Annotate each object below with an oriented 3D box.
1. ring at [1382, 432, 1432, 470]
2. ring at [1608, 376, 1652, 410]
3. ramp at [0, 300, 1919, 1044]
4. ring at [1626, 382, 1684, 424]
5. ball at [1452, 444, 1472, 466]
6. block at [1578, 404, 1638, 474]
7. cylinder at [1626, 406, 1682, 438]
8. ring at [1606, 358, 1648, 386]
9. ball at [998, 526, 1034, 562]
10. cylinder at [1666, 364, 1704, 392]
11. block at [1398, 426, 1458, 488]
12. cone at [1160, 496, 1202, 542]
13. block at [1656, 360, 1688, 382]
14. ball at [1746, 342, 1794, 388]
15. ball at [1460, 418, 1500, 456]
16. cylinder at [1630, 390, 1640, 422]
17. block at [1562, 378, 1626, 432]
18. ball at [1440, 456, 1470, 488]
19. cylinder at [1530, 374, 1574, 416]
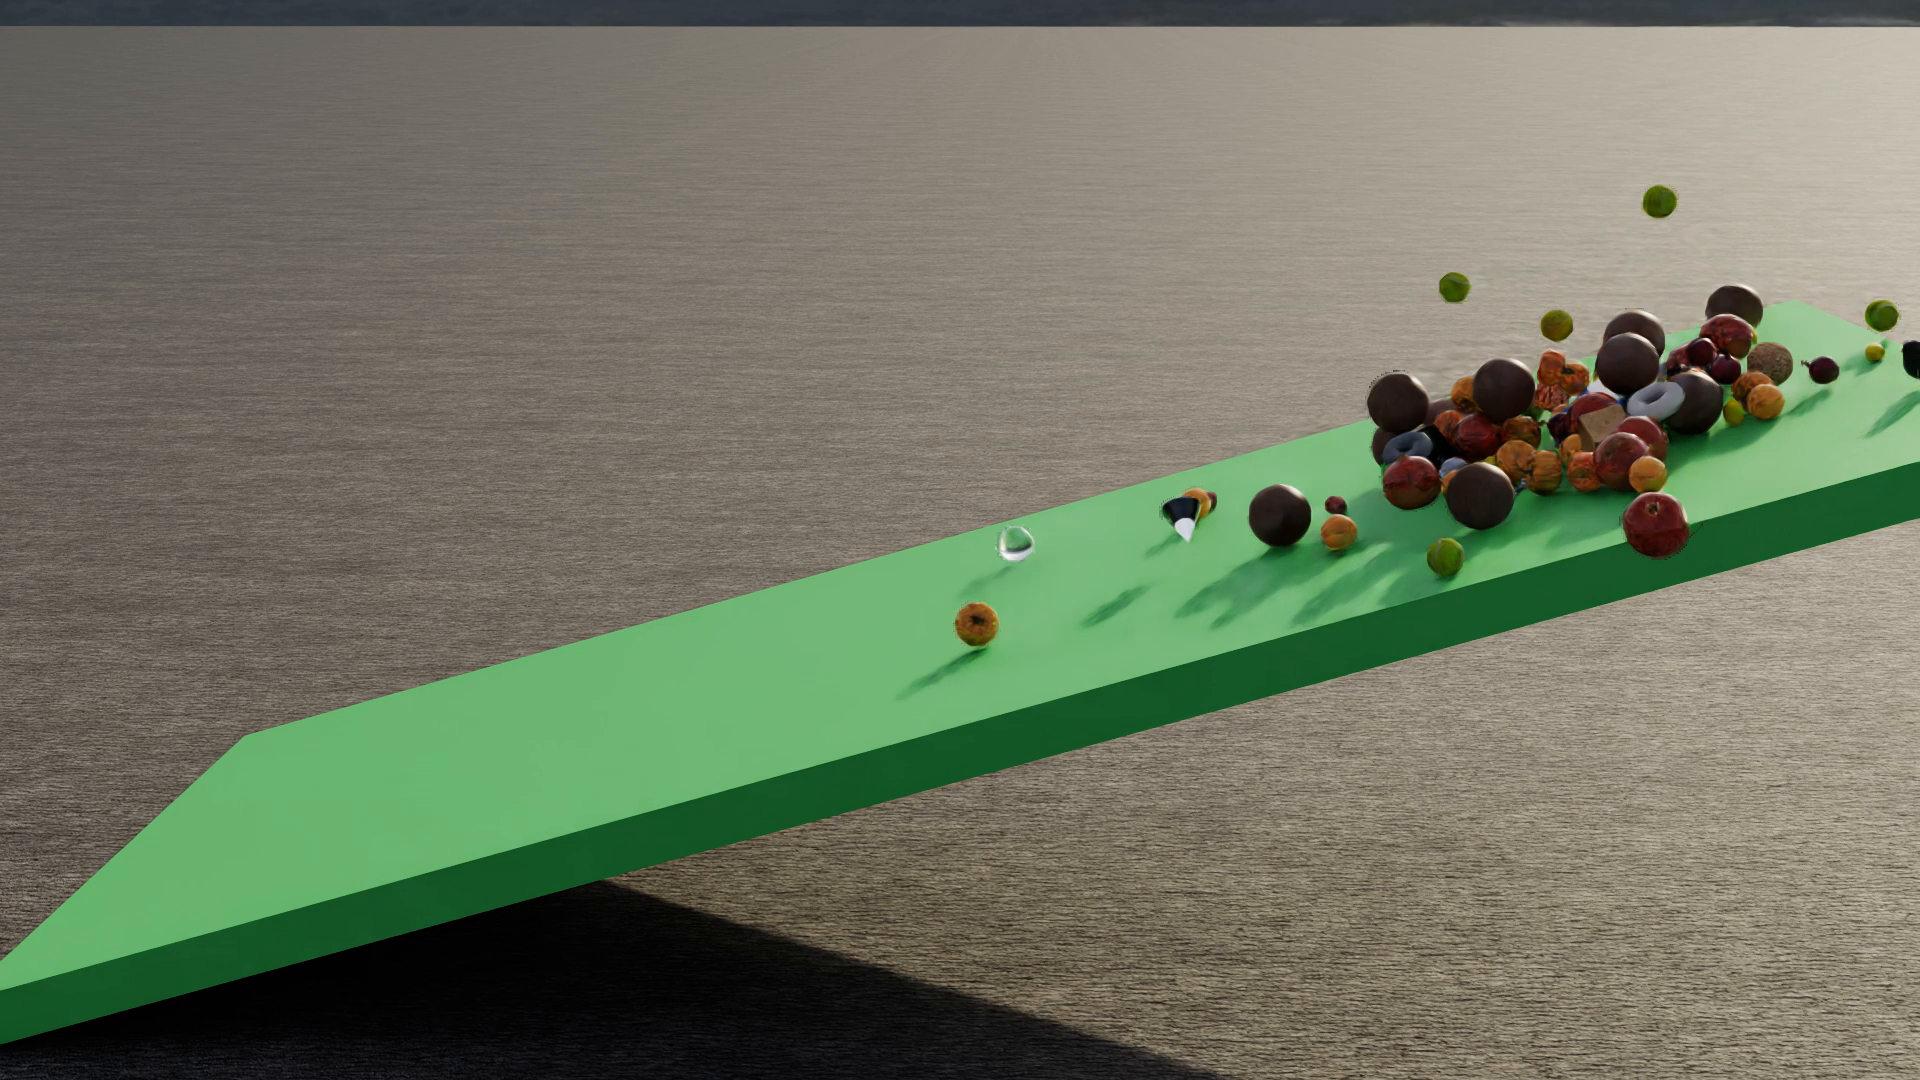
[{"bbox_3d":[0.930,-0.186,6.116,0.109,0.036,0.109,-21,31,13],"label":"ring"},{"bbox_3d":[1.443,-0.310,6.360,0.126,0.042,0.126,-18,29,11],"label":"ring"},{"bbox_3d":[0.089,0.187,6.321,4.000,0.100,2.000,-16,10,5],"label":"ramp"},{"bbox_3d":[1.371,-0.271,5.800,0.118,0.039,0.118,-26,23,12],"label":"ring"},{"bbox_3d":[1.065,-0.176,6.276,0.055,0.055,0.055,0,11,0],"label":"ball"},{"bbox_3d":[1.290,-0.200,5.847,0.087,0.087,0.087,-17,42,-1],"label":"block"},{"bbox_3d":[1.431,-0.262,6.063,0.084,0.084,0.084,9,25,40],"label":"cylinder"},{"bbox_3d":[1.474,-0.355,6.521,0.041,0.124,0.124,44,15,1],"label":"ring"},{"bbox_3d":[0.126,0.009,6.715,0.083,0.083,0.083,0,11,0],"label":"ball"},{"bbox_3d":[1.523,-0.340,6.177,0.054,0.054,0.054,2,9,-23],"label":"cylinder"},{"bbox_3d":[0.978,-0.175,6.208,0.087,0.087,0.087,-45,12,-24],"label":"block"},{"bbox_3d":[0.473,-0.030,6.190,0.088,0.088,0.088,-2,54,-10],"label":"cone"},{"bbox_3d":[1.563,-0.361,6.449,0.054,0.054,0.054,-10,-7,33],"label":"block"},{"bbox_3d":[1.670,-0.363,6.066,0.094,0.094,0.094,0,11,0],"label":"ball"},{"bbox_3d":[1.122,-0.222,6.354,0.085,0.085,0.085,0,11,0],"label":"ball"},{"bbox_3d":[1.384,-0.269,5.961,0.053,0.053,0.053,9,-13,2],"label":"cylinder"},{"bbox_3d":[1.338,-0.275,6.203,0.082,0.082,0.082,46,35,11],"label":"block"},{"bbox_3d":[1.008,-0.138,5.991,0.062,0.062,0.062,0,11,0],"label":"ball"},{"bbox_3d":[1.302,-0.318,6.464,0.070,0.070,0.070,25,11,-1],"label":"cylinder"}]
